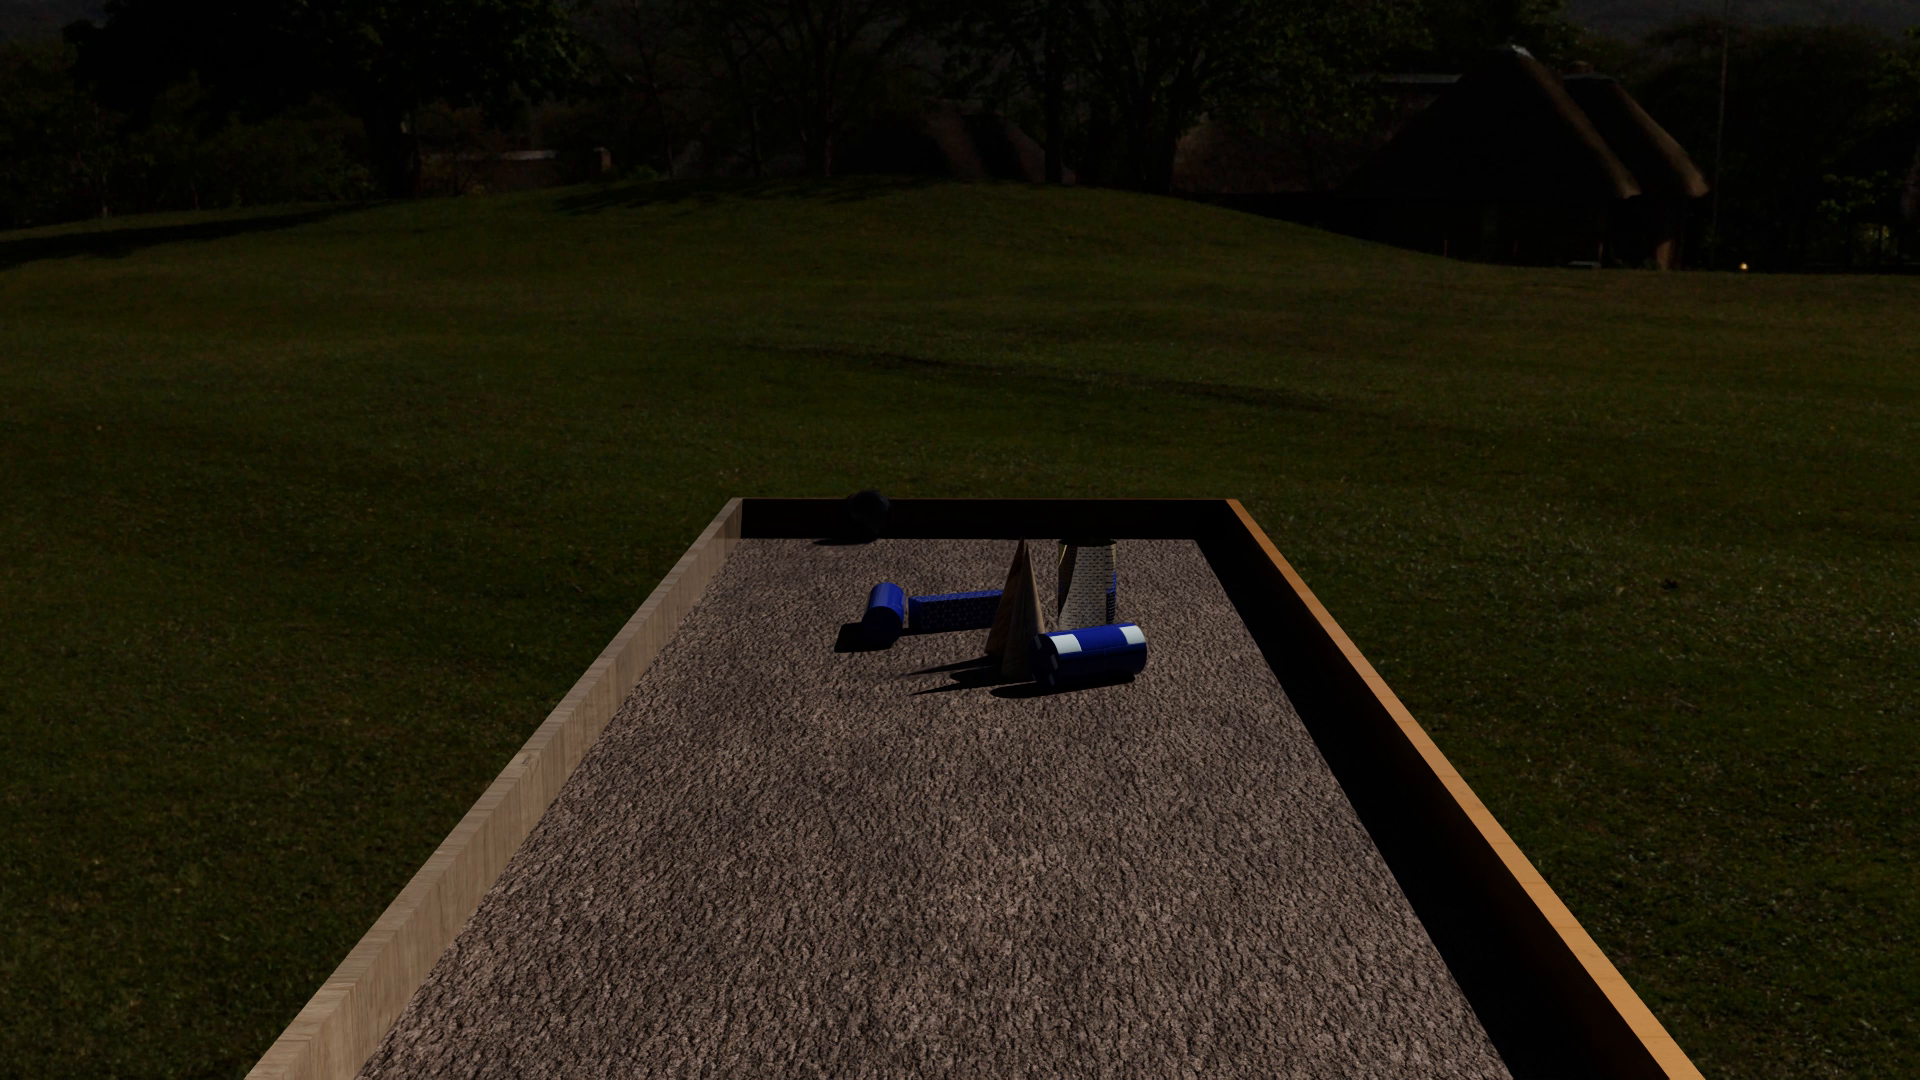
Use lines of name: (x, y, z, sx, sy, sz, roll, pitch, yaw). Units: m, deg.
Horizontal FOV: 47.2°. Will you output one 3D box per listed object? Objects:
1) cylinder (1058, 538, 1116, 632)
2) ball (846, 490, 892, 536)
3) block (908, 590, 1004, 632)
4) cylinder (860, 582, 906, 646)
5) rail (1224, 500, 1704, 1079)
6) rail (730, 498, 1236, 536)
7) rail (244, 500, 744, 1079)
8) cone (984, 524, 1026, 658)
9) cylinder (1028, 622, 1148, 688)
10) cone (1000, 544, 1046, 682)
cylinder: (0.386, 0.185, 6.689, 0.177, 0.361, 0.177, 0, 9, 0)
ball: (-0.373, -0.109, 9.030, 0.190, 0.190, 0.190, 0, 9, 0)
block: (0.006, 0.233, 7.220, 0.339, 0.101, 0.101, -4, 10, -25)
cylinder: (-0.245, 0.238, 7.092, 0.130, 0.130, 0.422, 0, 9, 0)
rail: (1.046, 0.843, 3.208, 0.050, 0.150, 12.000, 0, 9, 1)
rail: (0.099, -0.098, 9.147, 2.100, 0.150, 0.050, 0, 9, 1)
rail: (-1.004, 0.839, 3.234, 0.050, 0.150, 12.000, 0, 9, 1)
cone: (0.168, 0.152, 6.698, 0.132, 0.408, 0.132, 9, 4, -1)
cylinder: (0.372, 0.334, 6.398, 0.312, 0.158, 0.158, -6, 11, -32)
cone: (0.198, 0.201, 6.458, 0.160, 0.402, 0.160, 0, 9, 0)
